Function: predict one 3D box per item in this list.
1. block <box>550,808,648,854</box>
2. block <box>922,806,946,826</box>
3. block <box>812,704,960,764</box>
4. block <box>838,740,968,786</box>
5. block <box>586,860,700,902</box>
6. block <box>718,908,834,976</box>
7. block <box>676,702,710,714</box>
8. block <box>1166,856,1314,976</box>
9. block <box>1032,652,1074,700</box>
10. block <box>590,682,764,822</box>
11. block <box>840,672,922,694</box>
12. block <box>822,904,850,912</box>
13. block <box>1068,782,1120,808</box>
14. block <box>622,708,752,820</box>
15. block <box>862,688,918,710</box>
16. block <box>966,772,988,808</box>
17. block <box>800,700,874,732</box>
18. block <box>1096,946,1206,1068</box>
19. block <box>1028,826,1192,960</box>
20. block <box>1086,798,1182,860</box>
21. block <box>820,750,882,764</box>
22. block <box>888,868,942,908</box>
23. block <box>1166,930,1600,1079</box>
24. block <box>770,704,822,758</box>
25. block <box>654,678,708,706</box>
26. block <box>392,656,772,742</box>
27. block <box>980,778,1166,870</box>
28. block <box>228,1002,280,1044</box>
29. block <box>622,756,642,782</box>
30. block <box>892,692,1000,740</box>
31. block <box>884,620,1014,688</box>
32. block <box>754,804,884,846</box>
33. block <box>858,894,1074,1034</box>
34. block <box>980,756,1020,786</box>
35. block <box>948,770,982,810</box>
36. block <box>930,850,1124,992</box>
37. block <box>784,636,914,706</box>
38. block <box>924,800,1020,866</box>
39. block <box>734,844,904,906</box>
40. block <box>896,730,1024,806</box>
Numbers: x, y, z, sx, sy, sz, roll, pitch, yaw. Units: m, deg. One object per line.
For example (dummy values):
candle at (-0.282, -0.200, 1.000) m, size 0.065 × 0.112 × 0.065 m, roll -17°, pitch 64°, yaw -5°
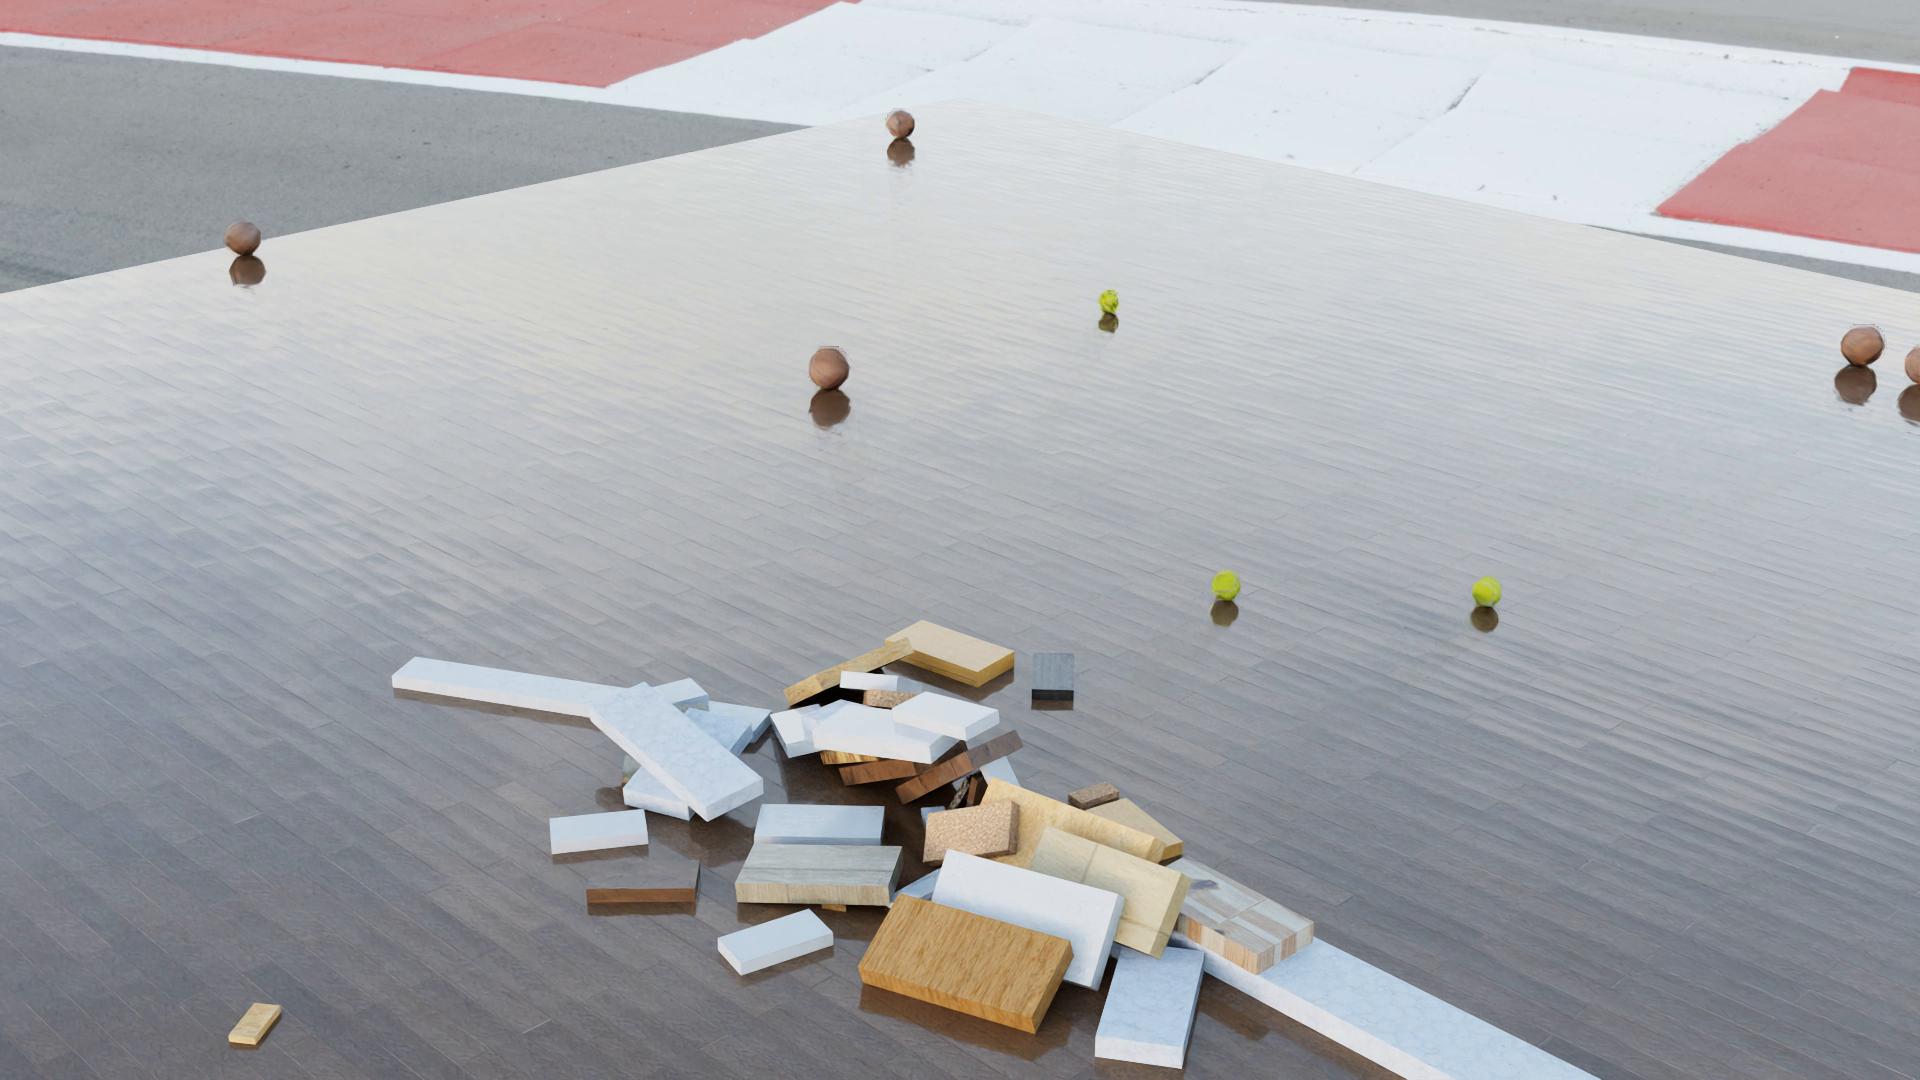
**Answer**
block at (-0.717, 0.578, 4.365) m, size 0.187 × 0.027 × 0.094 m, roll -5°, pitch 23°, yaw -11°
block at (-0.047, 0.565, 4.412) m, size 0.048 × 0.014 × 0.095 m, roll -4°, pitch 23°, yaw -9°
block at (-0.144, 0.388, 4.412) m, size 0.272 × 0.039 × 0.136 m, roll 5°, pitch 21°, yaw 29°
block at (-0.117, 0.450, 4.489) m, size 0.136 × 0.039 × 0.272 m, roll -20°, pitch 2°, yaw -36°
block at (-0.602, 0.650, 4.192) m, size 0.204 × 0.029 × 0.102 m, roll 0°, pitch 23°, yaw -1°
block at (-0.336, 0.731, 4.004) m, size 0.187 × 0.027 × 0.094 m, roll -13°, pitch 26°, yaw -29°
block at (-0.576, 0.422, 4.683) m, size 0.102 × 0.029 × 0.204 m, roll -6°, pitch 33°, yaw -9°
block at (0.472, 0.677, 3.987) m, size 0.153 × 0.043 × 0.307 m, roll -19°, pitch 30°, yaw -38°
block at (0.212, 0.309, 4.997) m, size 0.094 × 0.027 × 0.187 m, roll 1°, pitch 23°, yaw 3°
block at (-0.588, 0.431, 4.529) m, size 0.137 × 0.039 × 0.435 m, roll -24°, pitch 39°, yaw -33°
block at (-0.170, 0.318, 4.813) m, size 0.124 × 0.035 × 0.247 m, roll 5°, pitch -6°, yaw 12°
block at (-0.223, 0.670, 4.164) m, size 0.047 × 0.013 × 0.094 m, roll 7°, pitch 24°, yaw 15°
block at (0.274, 0.523, 4.510) m, size 0.095 × 0.013 × 0.047 m, roll -14°, pitch 27°, yaw -29°
block at (-0.561, 0.461, 4.556) m, size 0.147 × 0.042 × 0.293 m, roll 11°, pitch 34°, yaw 18°
block at (-0.140, 0.347, 4.730) m, size 0.124 × 0.035 × 0.247 m, roll 6°, pitch -6°, yaw -5°
block at (0.041, 0.514, 4.399) m, size 0.058 × 0.117 × 0.017 m, roll -21°, pitch 43°, yaw -40°
block at (-0.223, 0.381, 4.601) m, size 0.109 × 0.031 × 0.219 m, roll -20°, pitch 18°, yaw -37°
block at (0.333, 0.803, 3.816) m, size 0.147 × 0.042 × 0.293 m, roll 5°, pitch 24°, yaw 12°
block at (0.257, 0.636, 3.983) m, size 0.307 × 0.153 × 0.043 m, roll 14°, pitch -14°, yaw 39°
block at (0.343, 0.579, 4.361) m, size 0.099 × 0.028 × 0.198 m, roll -13°, pitch 26°, yaw -27°
block at (-0.190, 0.431, 4.583) m, size 0.109 × 0.031 × 0.219 m, roll -20°, pitch 4°, yaw -34°
block at (-0.032, 0.649, 4.215) m, size 0.048 × 0.014 × 0.272 m, roll 21°, pitch 31°, yaw 40°
block at (0.692, 0.805, 3.802) m, size 0.169 × 0.048 × 0.925 m, roll -21°, pitch 31°, yaw -40°
block at (-0.333, 0.406, 4.698) m, size 0.109 × 0.031 × 0.219 m, roll -12°, pitch 15°, yaw -11°
block at (-0.656, 0.353, 4.820) m, size 0.186 × 0.026 × 0.093 m, roll -13°, pitch 26°, yaw -28°
block at (-0.847, 0.352, 4.893) m, size 0.882 × 0.029 × 0.102 m, roll 7°, pitch 24°, yaw 16°
block at (0.189, 0.577, 4.135) m, size 0.410 × 0.153 × 0.043 m, roll 15°, pitch -13°, yaw 43°
block at (-1.213, 0.832, 3.783) m, size 0.048 × 0.014 × 0.095 m, roll 4°, pitch 23°, yaw 9°
block at (-0.682, 0.480, 4.613) m, size 0.047 × 0.013 × 0.095 m, roll -1°, pitch 23°, yaw -3°
block at (-0.029, 0.350, 4.383) m, size 0.198 × 0.028 × 0.099 m, roll 11°, pitch 25°, yaw 42°
block at (-0.025, 0.261, 5.095) m, size 0.275 × 0.039 × 0.137 m, roll 17°, pitch 28°, yaw 35°
block at (-0.277, 0.573, 4.366) m, size 0.248 × 0.035 × 0.124 m, roll 1°, pitch 23°, yaw 2°
block at (0.010, 0.742, 3.872) m, size 0.338 × 0.048 × 0.169 m, roll 11°, pitch 48°, yaw 25°
block at (0.090, 0.493, 4.363) m, size 0.058 × 0.117 × 0.017 m, roll -19°, pitch -11°, yaw -38°
block at (0.018, 0.508, 4.423) m, size 0.058 × 0.117 × 0.017 m, roll -21°, pitch 60°, yaw -40°
block at (0.111, 0.681, 3.953) m, size 0.338 × 0.169 × 0.048 m, roll 11°, pitch -16°, yaw 25°
block at (-0.249, 0.294, 4.927) m, size 0.275 × 0.039 × 0.137 m, roll -21°, pitch -4°, yaw -40°
block at (0.022, 0.564, 4.226) m, size 0.198 × 0.028 × 0.099 m, roll -13°, pitch 58°, yaw 33°
block at (-0.265, 0.635, 4.181) m, size 0.293 × 0.042 × 0.147 m, roll 0°, pitch 22°, yaw 10°
block at (-0.003, 0.458, 4.425) m, size 0.136 × 0.039 × 0.272 m, roll -20°, pitch -9°, yaw -38°
